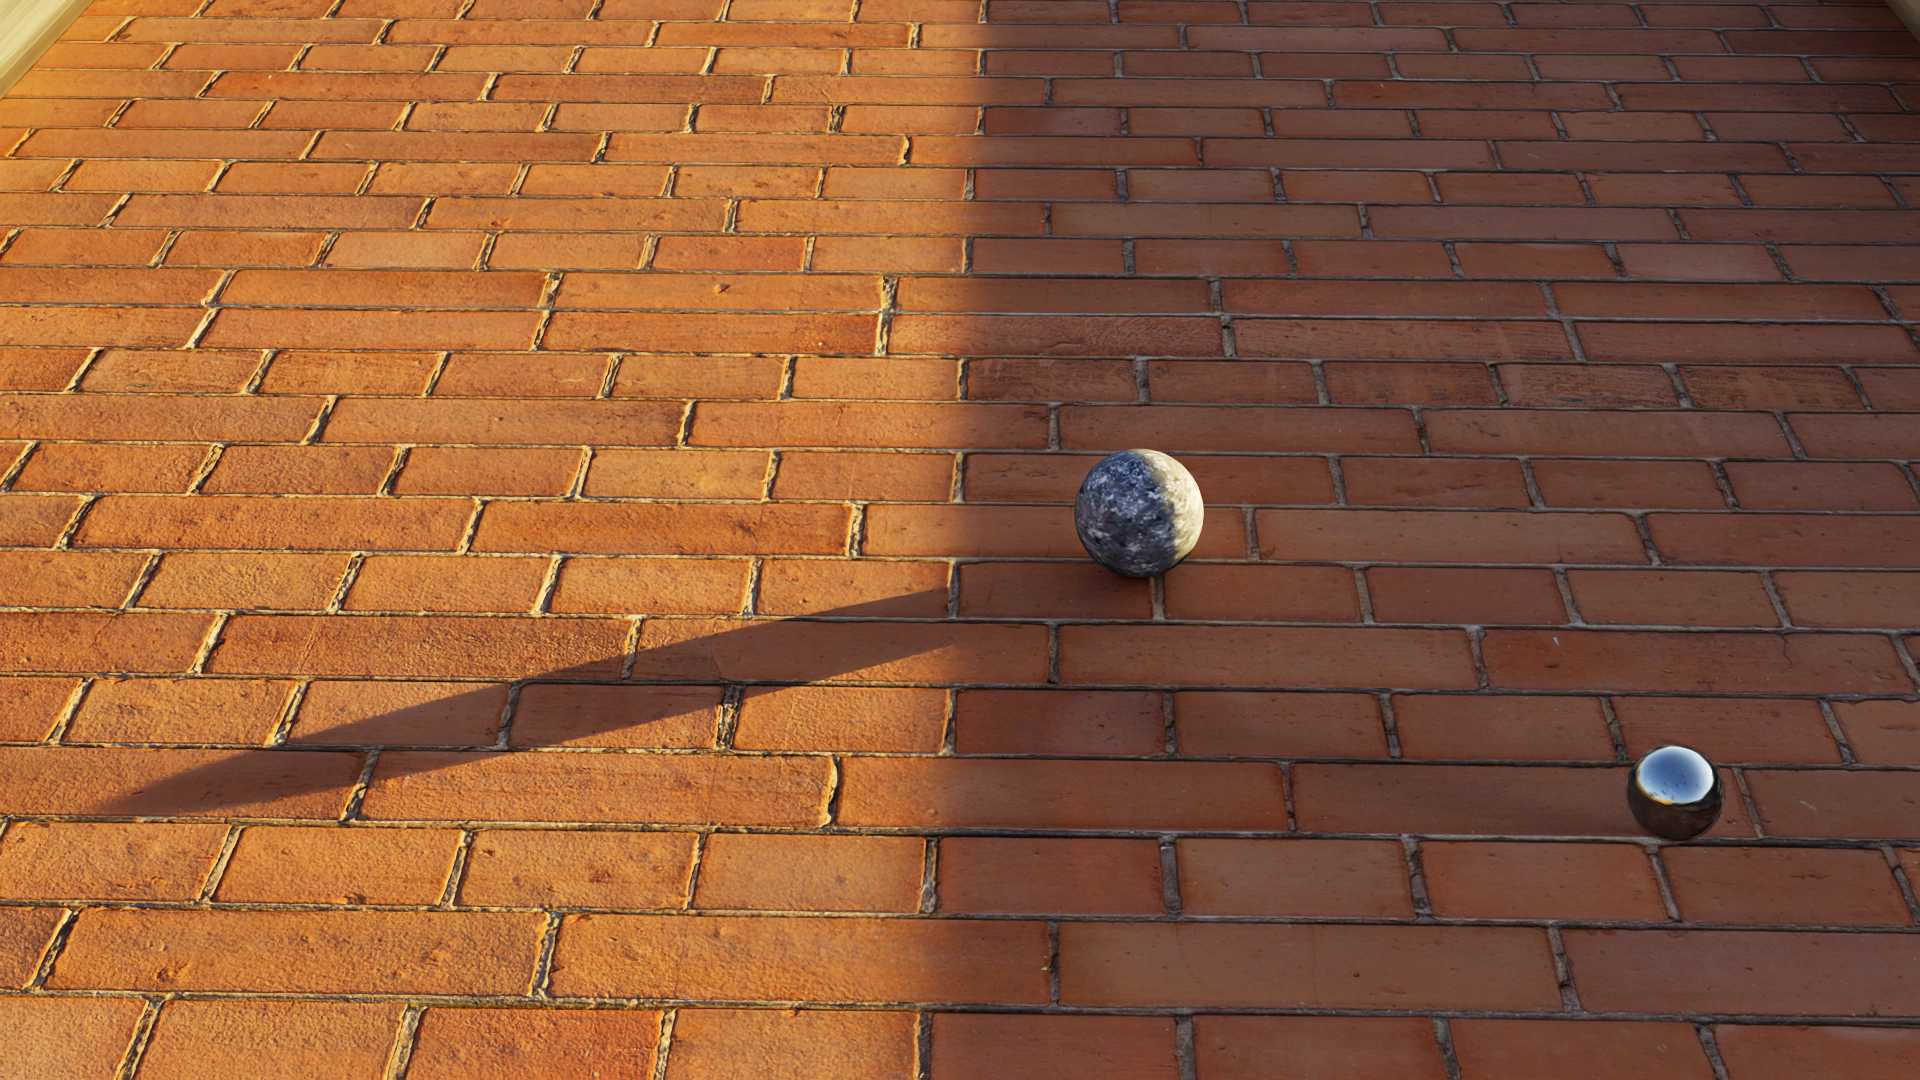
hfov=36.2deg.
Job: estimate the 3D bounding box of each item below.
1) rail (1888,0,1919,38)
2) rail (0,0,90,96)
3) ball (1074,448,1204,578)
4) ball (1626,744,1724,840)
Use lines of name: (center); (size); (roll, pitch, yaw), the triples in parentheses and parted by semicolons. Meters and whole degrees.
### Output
rail: (0.866, -0.392, 2.471); (0.045, 0.121, 3.230); (1, 28, 1)
rail: (-0.827, -0.410, 2.506); (0.045, 0.121, 3.230); (1, 28, 1)
ball: (0.110, -0.016, 1.805); (0.080, 0.080, 0.080); (0, 28, 0)
ball: (0.377, 0.133, 1.552); (0.050, 0.050, 0.050); (0, 28, 0)
